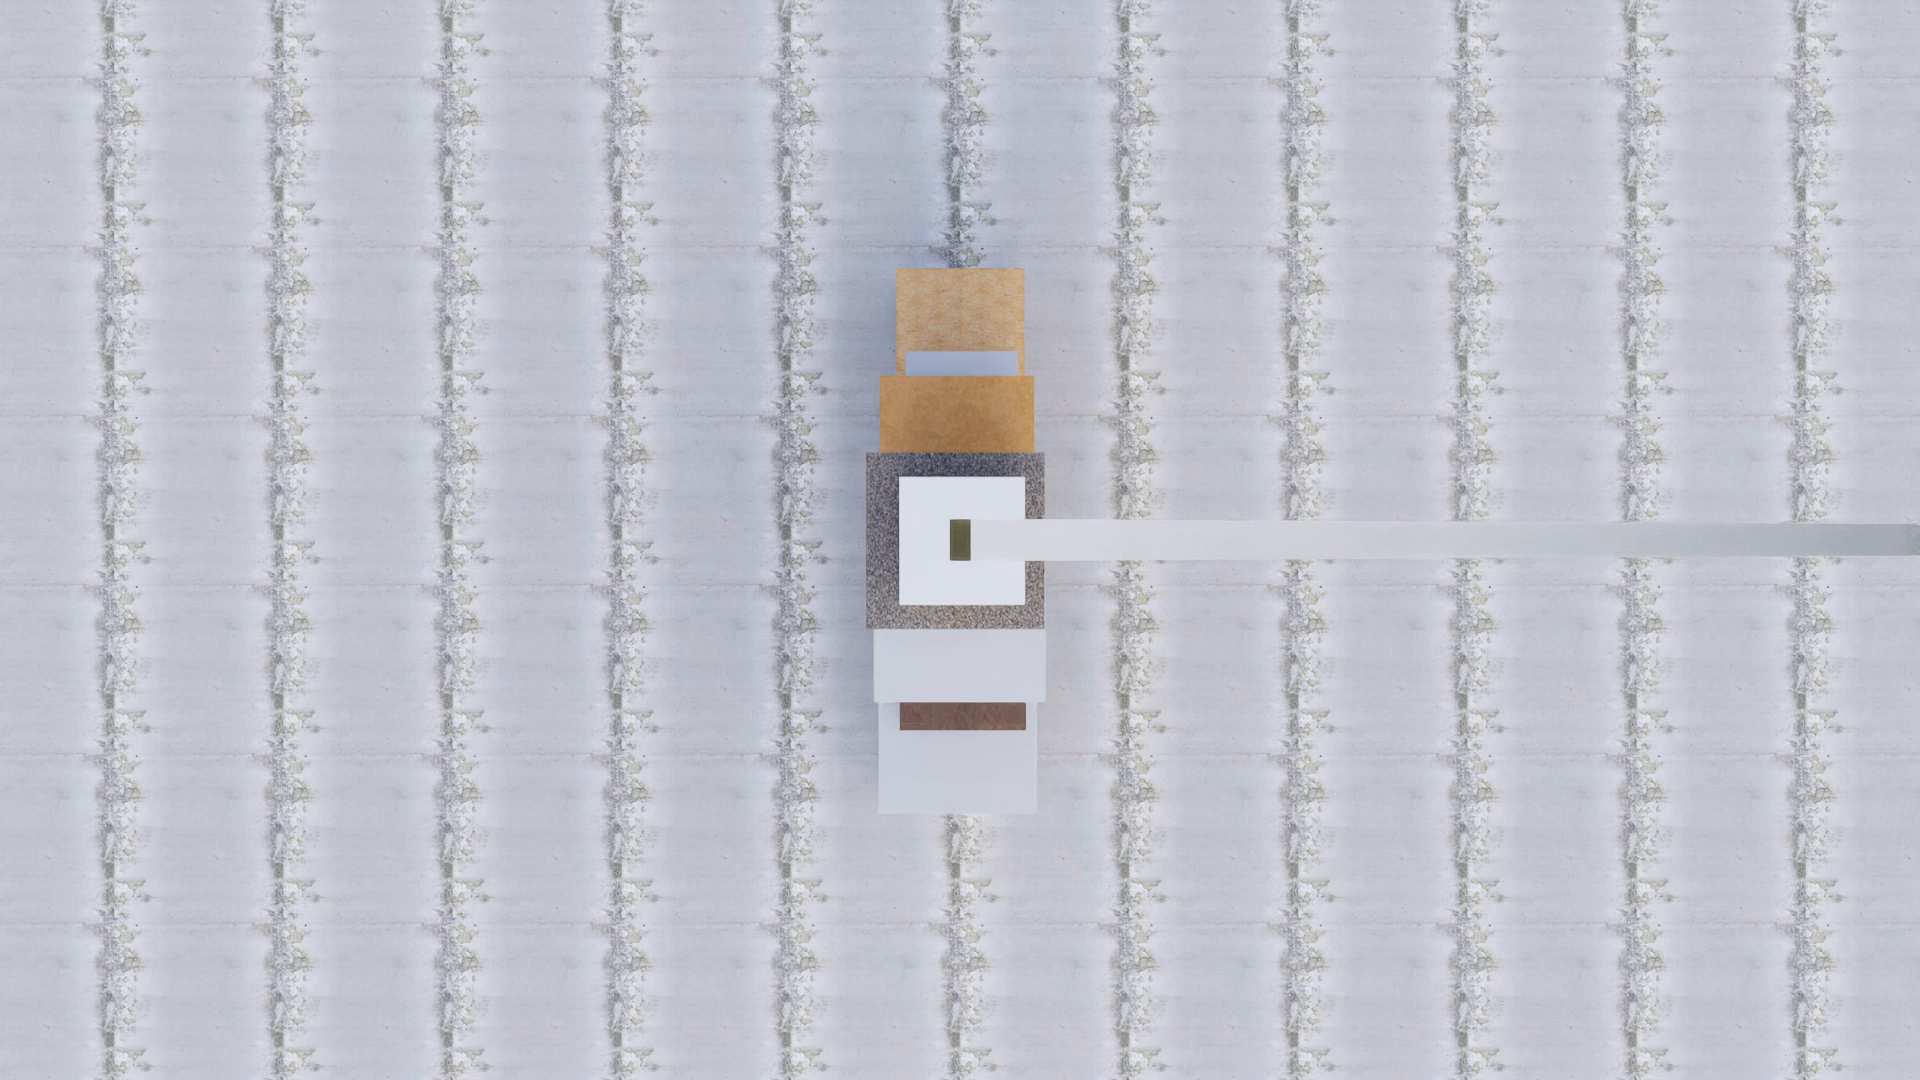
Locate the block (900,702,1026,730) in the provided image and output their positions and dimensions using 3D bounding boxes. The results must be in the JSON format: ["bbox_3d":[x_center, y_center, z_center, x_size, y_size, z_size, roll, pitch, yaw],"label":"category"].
[{"bbox_3d":[0.015,0.685,11.914,0.669,0.576,0.644,0,90,0],"label":"block"}]

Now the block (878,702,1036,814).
[{"bbox_3d":[-0.012,1.093,12.601,0.878,0.798,0.850,0,90,0],"label":"block"}]

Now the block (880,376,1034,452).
[{"bbox_3d":[-0.014,-0.430,11.160,0.756,0.807,0.733,0,89,0],"label":"block"}]

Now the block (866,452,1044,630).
[{"bbox_3d":[-0.018,0.003,9.078,0.713,0.596,0.706,0,90,0],"label":"block"}]

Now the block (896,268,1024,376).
[{"bbox_3d":[0.002,-1.139,12.640,0.717,0.720,0.758,0,90,0],"label":"block"}]

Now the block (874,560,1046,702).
[{"bbox_3d":[-0.002,0.373,11.151,0.838,0.825,0.839,0,90,0],"label":"block"}]

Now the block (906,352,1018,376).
[{"bbox_3d":[0.010,-0.695,11.958,0.591,0.647,0.612,0,91,0],"label":"block"}]

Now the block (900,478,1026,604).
[{"bbox_3d":[0.009,0.004,8.569,0.478,0.421,0.486,0,90,0],"label":"block"}]

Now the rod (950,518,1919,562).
[{"bbox_3d":[2.234,0.000,5.546,5.200,0.080,0.080,0,90,-31],"label":"rod"}]
